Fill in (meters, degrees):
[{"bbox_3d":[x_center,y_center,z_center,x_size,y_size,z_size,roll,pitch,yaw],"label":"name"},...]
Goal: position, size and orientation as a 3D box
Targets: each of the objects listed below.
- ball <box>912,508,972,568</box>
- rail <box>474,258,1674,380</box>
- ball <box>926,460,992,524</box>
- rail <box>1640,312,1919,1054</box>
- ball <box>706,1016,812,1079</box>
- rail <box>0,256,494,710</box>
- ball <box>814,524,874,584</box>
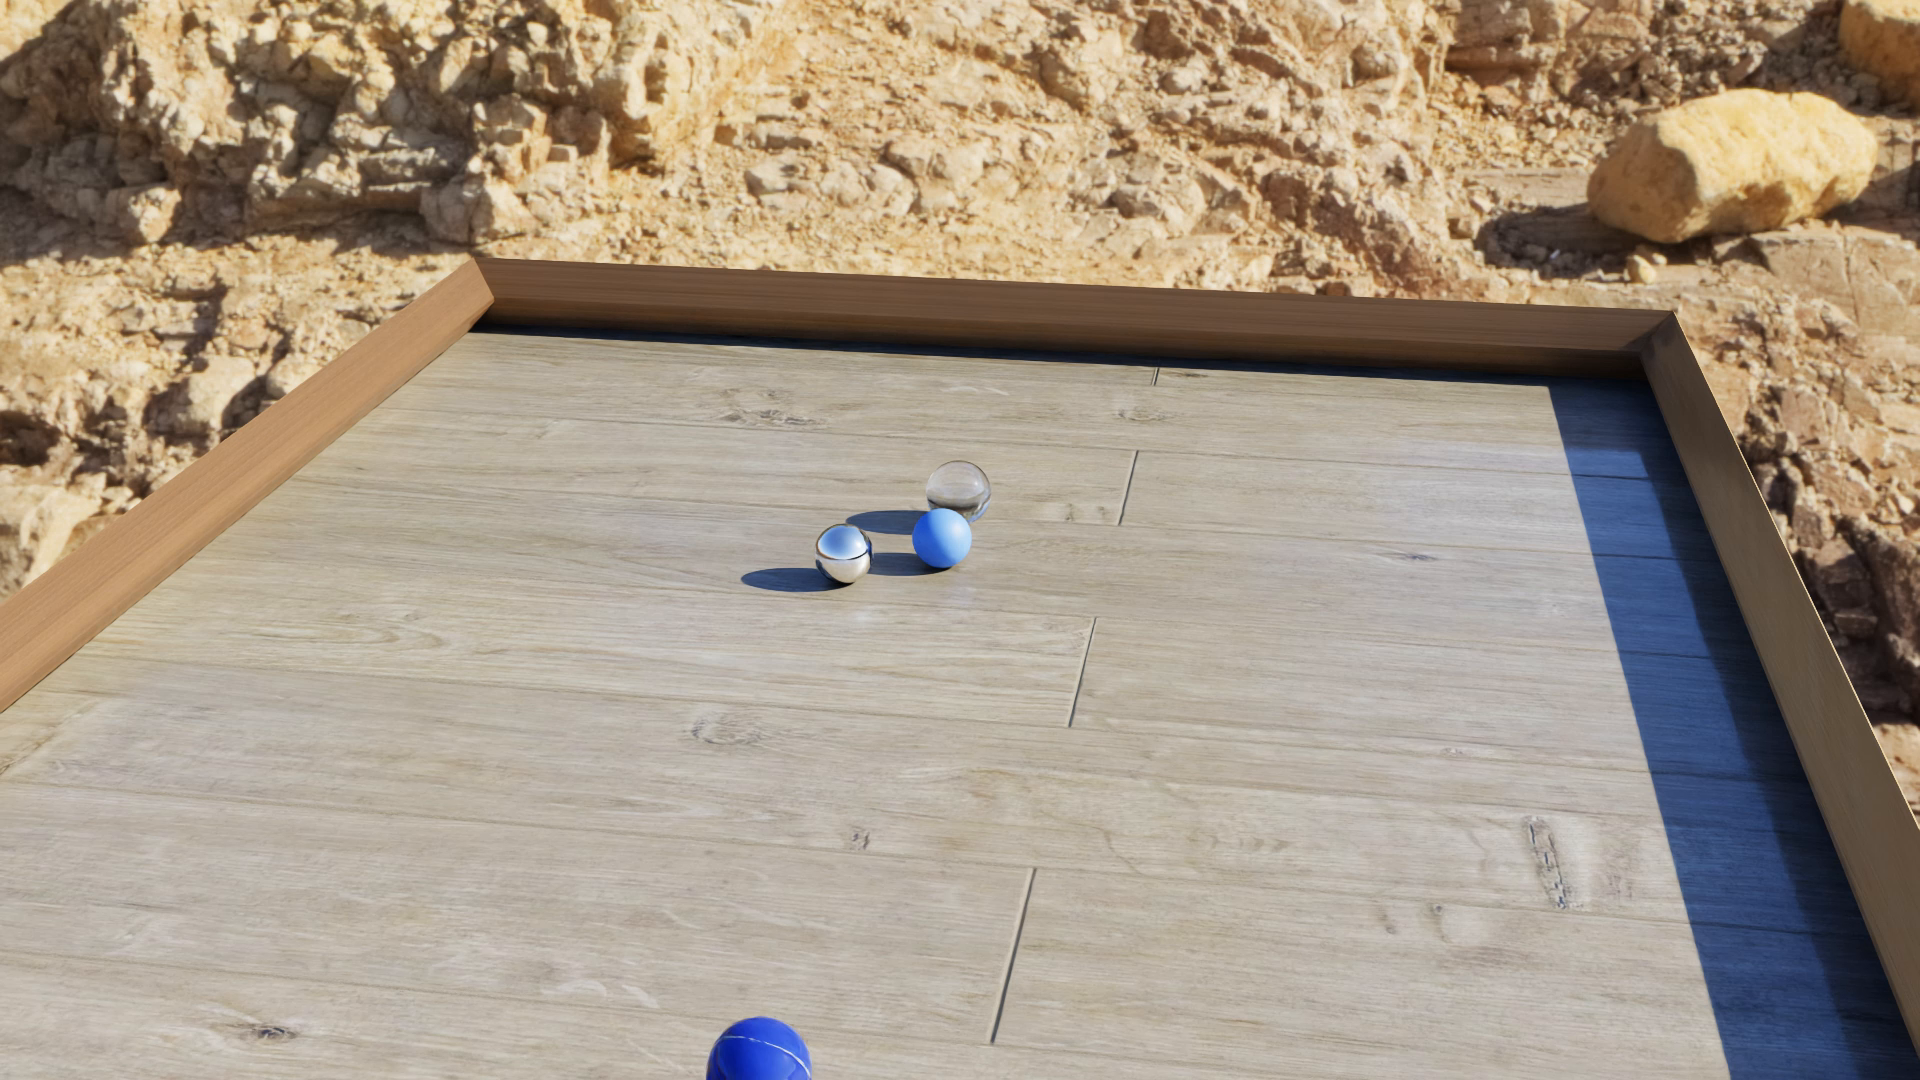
[{"bbox_3d":[-0.020,-0.002,2.386,0.065,0.065,0.065,0,23,0],"label":"ball"},{"bbox_3d":[0.121,-0.305,3.062,1.685,0.097,0.045,4,23,8],"label":"rail"},{"bbox_3d":[-0.002,-0.053,2.494,0.075,0.075,0.075,0,23,0],"label":"ball"},{"bbox_3d":[0.684,0.336,1.538,0.045,0.097,3.133,4,23,8],"label":"rail"},{"bbox_3d":[-0.137,0.363,1.506,0.072,0.072,0.072,0,23,0],"label":"ball"},{"bbox_3d":[-0.933,0.235,1.777,0.045,0.097,3.133,4,23,8],"label":"rail"},{"bbox_3d":[-0.124,0.014,2.347,0.065,0.065,0.065,0,23,0],"label":"ball"}]
